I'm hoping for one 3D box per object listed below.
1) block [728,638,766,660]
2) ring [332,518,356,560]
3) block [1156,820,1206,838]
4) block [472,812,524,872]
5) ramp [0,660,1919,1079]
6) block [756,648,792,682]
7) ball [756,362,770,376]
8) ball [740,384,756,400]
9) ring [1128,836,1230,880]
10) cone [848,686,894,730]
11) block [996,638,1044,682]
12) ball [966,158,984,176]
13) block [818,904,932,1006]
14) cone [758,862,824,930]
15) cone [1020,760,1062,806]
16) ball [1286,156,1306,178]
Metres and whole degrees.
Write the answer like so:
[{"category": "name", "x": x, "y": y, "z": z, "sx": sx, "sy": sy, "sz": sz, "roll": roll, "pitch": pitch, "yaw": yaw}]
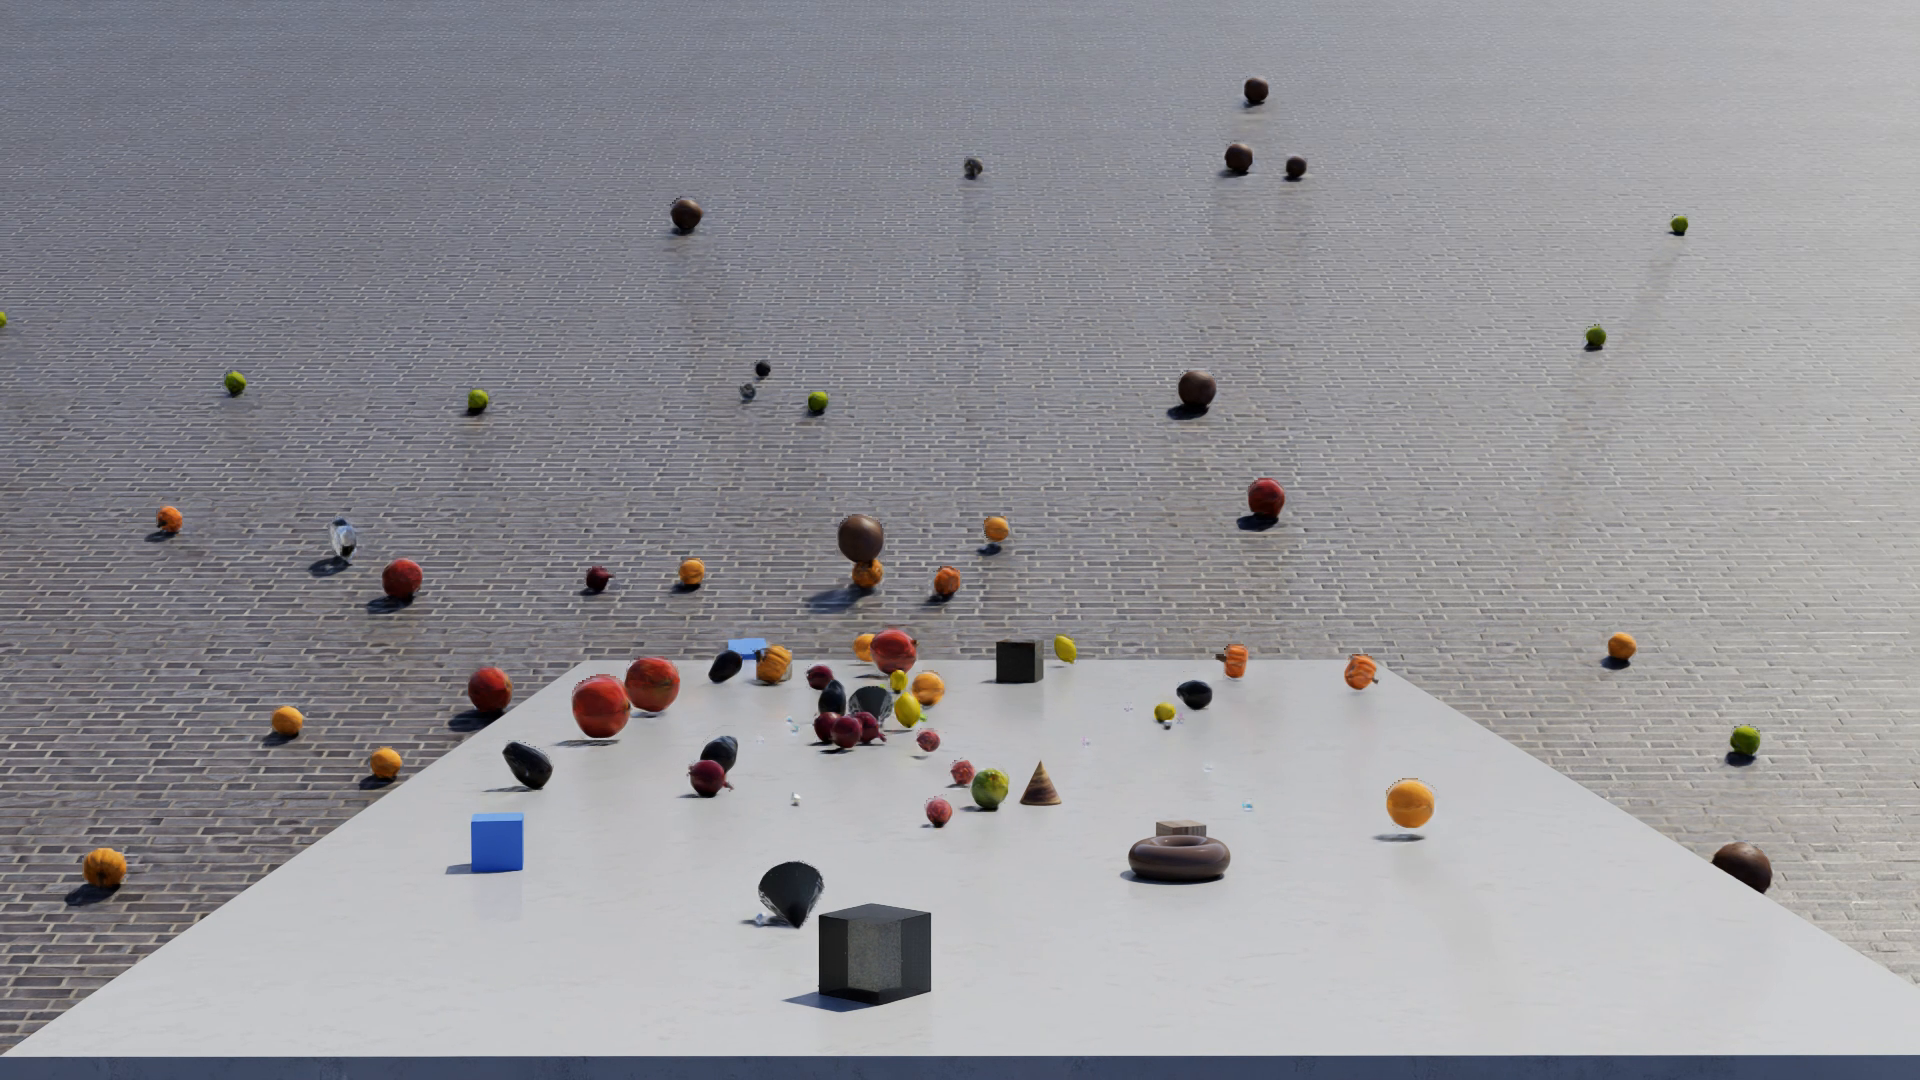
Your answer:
[{"category": "block", "x": -0.547, "y": 0.318, "z": 6.622, "sx": 0.096, "sy": 0.096, "sz": 0.096, "roll": -3, "pitch": 22, "yaw": -6}, {"category": "ring", "x": -1.769, "y": -0.004, "z": 7.380, "sx": 0.041, "sy": 0.124, "sz": 0.124, "roll": -14, "pitch": 26, "yaw": -30}, {"category": "block", "x": 0.312, "y": 0.426, "z": 3.623, "sx": 0.053, "sy": 0.053, "sz": 0.053, "roll": -1, "pitch": 3, "yaw": -22}, {"category": "block", "x": -0.644, "y": 0.420, "z": 3.581, "sx": 0.069, "sy": 0.069, "sz": 0.069, "roll": 0, "pitch": 3, "yaw": -8}, {"category": "ramp", "x": 0.050, "y": 0.456, "z": 4.533, "sx": 2.000, "sy": 0.100, "sz": 4.000, "roll": 0, "pitch": 3, "yaw": 0}, {"category": "block", "x": -0.438, "y": 0.293, "z": 6.063, "sx": 0.071, "sy": 0.071, "sz": 0.071, "roll": 0, "pitch": 3, "yaw": 5}, {"category": "ball", "x": -0.688, "y": -0.595, "z": 8.969, "sx": 0.052, "sy": 0.052, "sz": 0.052, "roll": 0, "pitch": 22, "yaw": 0}, {"category": "ball", "x": -0.719, "y": -0.502, "z": 8.734, "sx": 0.054, "sy": 0.054, "sz": 0.054, "roll": 0, "pitch": 22, "yaw": 0}, {"category": "ring", "x": 0.300, "y": 0.435, "z": 3.517, "sx": 0.141, "sy": 0.047, "sz": 0.141, "roll": -1, "pitch": 3, "yaw": 0}, {"category": "cone", "x": -0.176, "y": 0.355, "z": 5.130, "sx": 0.093, "sy": 0.093, "sz": 0.093, "roll": -1, "pitch": 30, "yaw": -3}, {"category": "block", "x": 0.141, "y": 0.283, "z": 6.036, "sx": 0.093, "sy": 0.093, "sz": 0.093, "roll": 1, "pitch": 3, "yaw": 14}, {"category": "ball", "x": 0.065, "y": -1.700, "z": 11.700, "sx": 0.083, "sy": 0.083, "sz": 0.083, "roll": 0, "pitch": 22, "yaw": 0}, {"category": "block", "x": -0.093, "y": 0.451, "z": 2.803, "sx": 0.087, "sy": 0.087, "sz": 0.087, "roll": 2, "pitch": 4, "yaw": 39}, {"category": "cone", "x": -0.204, "y": 0.456, "z": 3.184, "sx": 0.082, "sy": 0.082, "sz": 0.082, "roll": -4, "pitch": 30, "yaw": -10}, {"category": "cone", "x": 0.131, "y": 0.390, "z": 4.161, "sx": 0.070, "sy": 0.070, "sz": 0.070, "roll": 0, "pitch": 3, "yaw": 0}, {"category": "ball", "x": 1.525, "y": -1.695, "z": 11.666, "sx": 0.097, "sy": 0.097, "sz": 0.097, "roll": 0, "pitch": 22, "yaw": 0}]
